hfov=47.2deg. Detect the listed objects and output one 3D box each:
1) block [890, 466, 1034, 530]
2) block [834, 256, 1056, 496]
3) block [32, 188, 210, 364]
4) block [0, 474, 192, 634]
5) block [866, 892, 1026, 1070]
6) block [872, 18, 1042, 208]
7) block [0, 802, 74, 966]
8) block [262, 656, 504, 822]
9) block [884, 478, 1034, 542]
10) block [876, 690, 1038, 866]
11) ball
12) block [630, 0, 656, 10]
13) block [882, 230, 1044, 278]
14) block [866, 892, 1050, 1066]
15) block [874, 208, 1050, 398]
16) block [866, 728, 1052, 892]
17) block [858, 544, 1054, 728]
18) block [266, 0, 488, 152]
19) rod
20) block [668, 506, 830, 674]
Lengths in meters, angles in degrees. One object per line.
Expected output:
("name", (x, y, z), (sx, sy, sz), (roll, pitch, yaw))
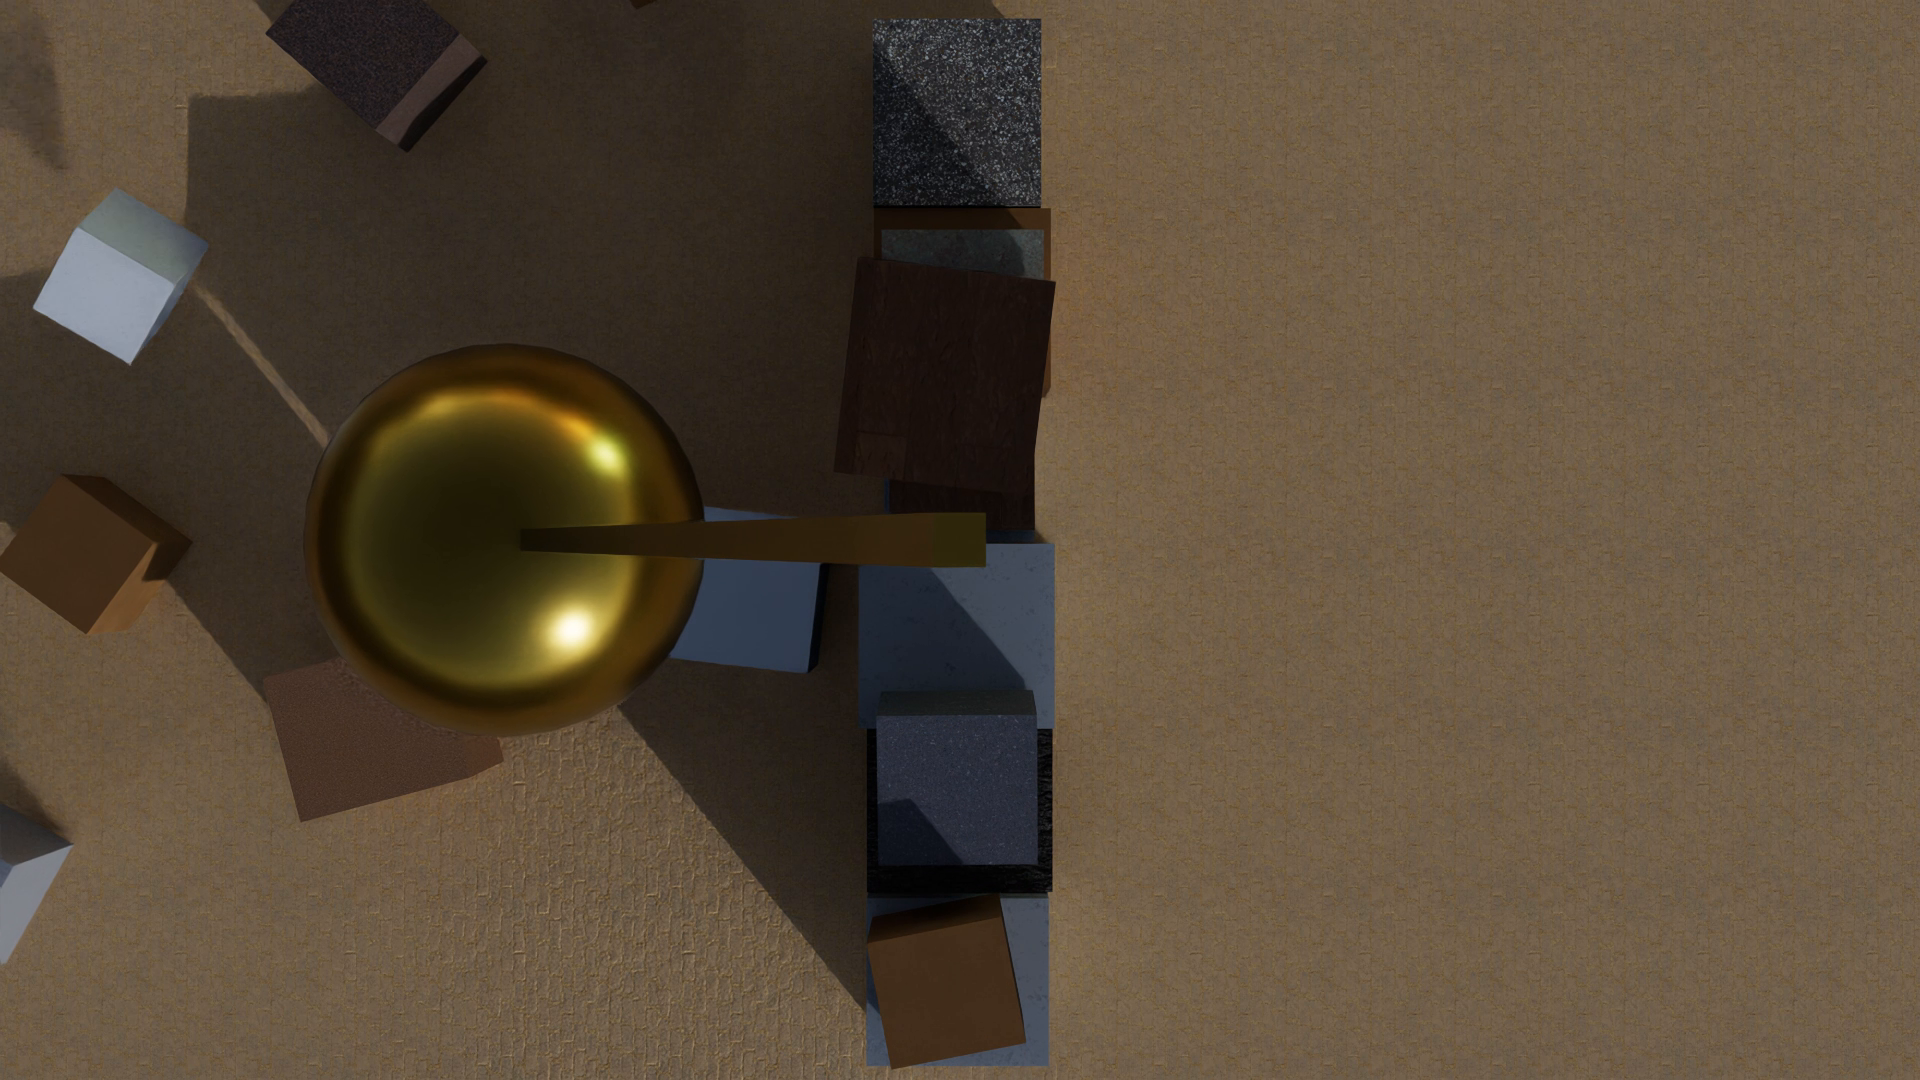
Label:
("block", (0.010, -0.442, 11.857), (0.760, 0.730, 0.781), (0, 90, 0))
("block", (-0.077, -0.838, 10.975), (0.952, 0.876, 1.034), (7, 98, -1))
("block", (-4.649, -1.470, 12.214), (0.581, 0.615, 0.578), (32, 114, -16))
("block", (-4.987, 0.081, 12.686), (0.650, 0.628, 0.646), (36, 90, 0))
("block", (-0.069, 2.302, 11.561), (0.699, 0.788, 0.653), (-11, 90, 0))
("block", (-0.016, -2.352, 12.539), (0.925, 0.921, 1.023), (0, 90, 0))
("block", (-5.752, 1.973, 12.589), (0.721, 0.813, 0.807), (30, 91, 0))
("block", (-3.266, 1.032, 12.547), (0.965, 0.906, 0.823), (-15, 90, 0))
("block", (-0.003, -0.411, 12.611), (0.834, 0.778, 0.844), (0, 90, 0))
("block", (-0.014, 1.258, 11.736), (0.829, 0.698, 0.791), (0, 97, 0))
("ball", (-1.834, 0.000, 8.928), (1.600, 1.600, 1.600), (0, 90, 0))
("block", (-1.723, -3.601, 12.535), (0.697, 0.598, 0.716), (-29, 76, -18))
("block", (0.014, -1.228, 11.772), (0.841, 0.712, 0.768), (0, 90, 0))
("block", (-0.012, 2.405, 12.477), (0.992, 1.045, 0.912), (0, 90, 0))
("block", (0.013, -1.336, 12.564), (0.977, 0.872, 0.987), (0, 90, 0))
("block", (-0.001, 1.494, 12.564), (1.024, 0.873, 0.895), (0, 90, 0))
("block", (-0.018, 0.527, 12.531), (1.076, 0.939, 1.016), (0, 90, 0))
("block", (-3.334, -2.828, 12.637), (0.818, 0.726, 0.722), (41, 90, 0))
("rod", (-0.795, 0.000, 5.690), (0.080, 5.200, 0.080), (0, 90, -18))
("block", (-1.228, 0.264, 12.544), (0.881, 0.911, 0.849), (7, 90, 0))
